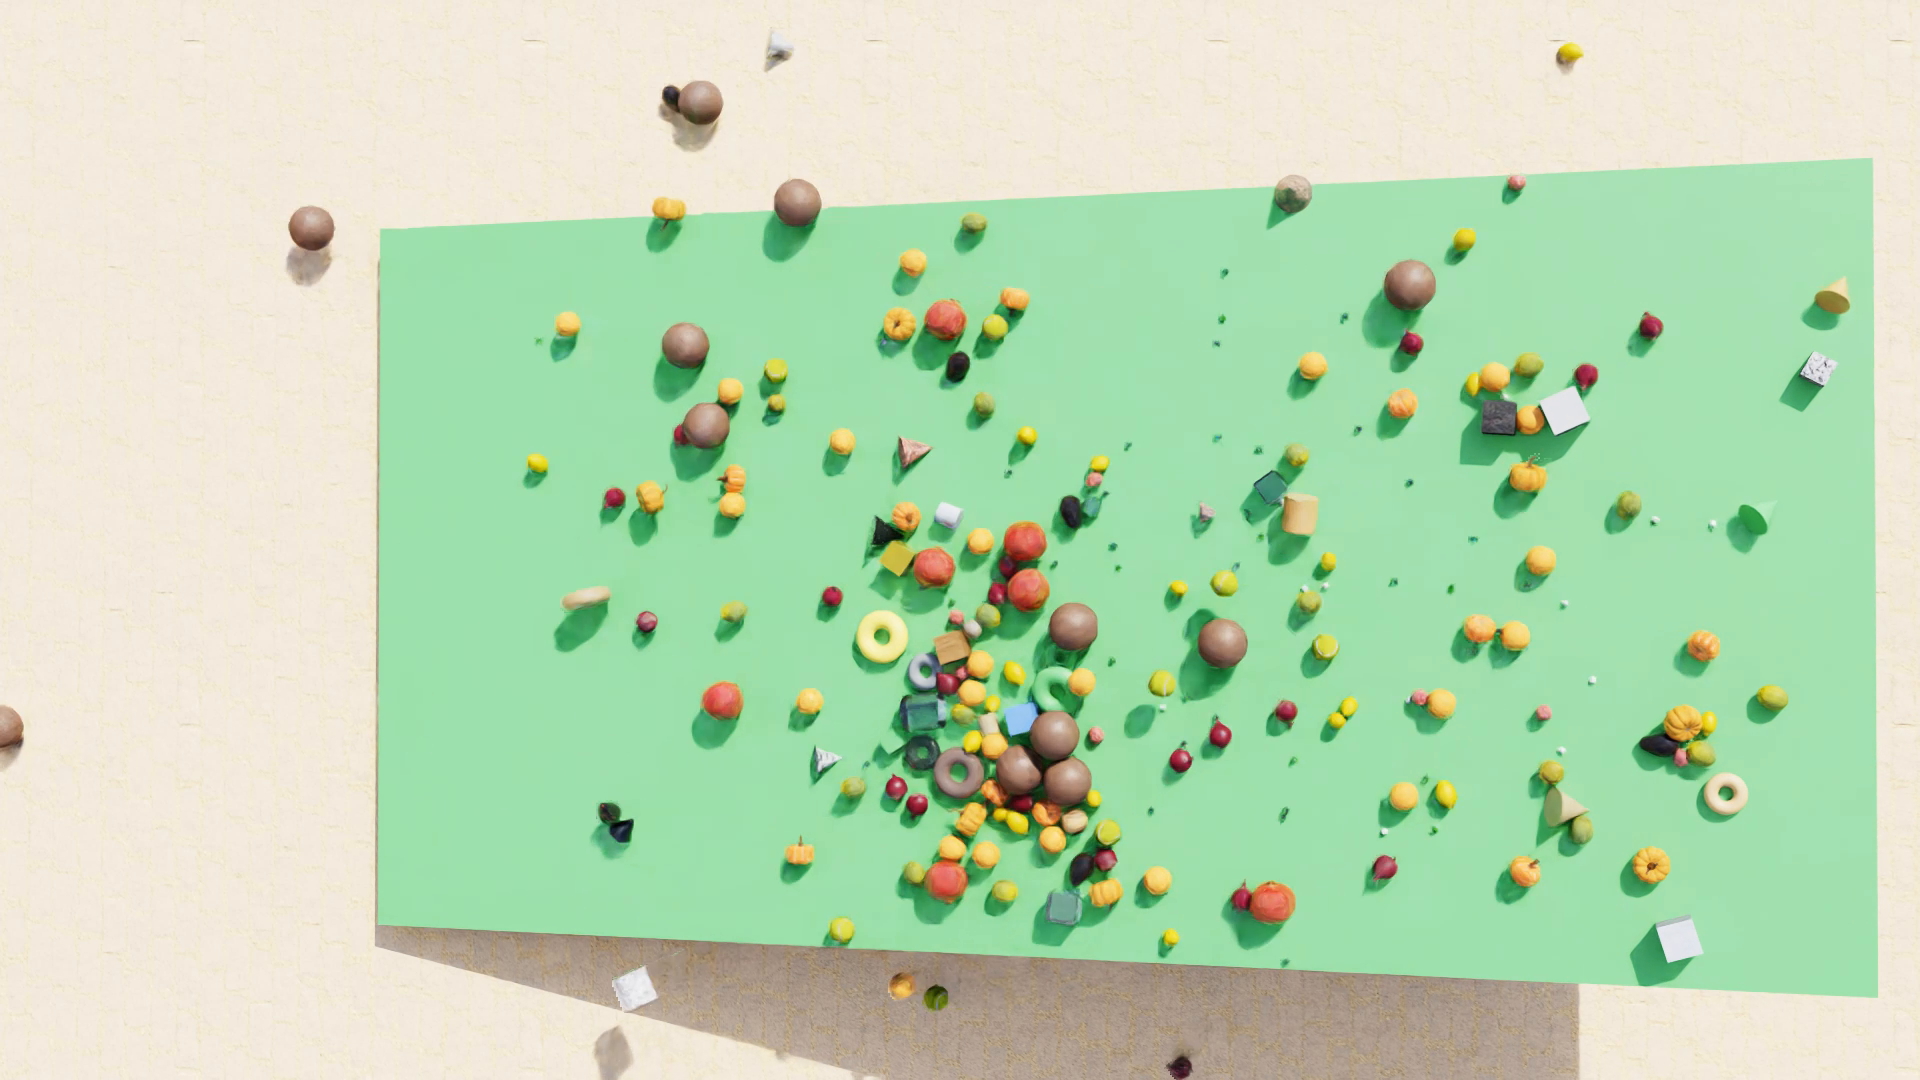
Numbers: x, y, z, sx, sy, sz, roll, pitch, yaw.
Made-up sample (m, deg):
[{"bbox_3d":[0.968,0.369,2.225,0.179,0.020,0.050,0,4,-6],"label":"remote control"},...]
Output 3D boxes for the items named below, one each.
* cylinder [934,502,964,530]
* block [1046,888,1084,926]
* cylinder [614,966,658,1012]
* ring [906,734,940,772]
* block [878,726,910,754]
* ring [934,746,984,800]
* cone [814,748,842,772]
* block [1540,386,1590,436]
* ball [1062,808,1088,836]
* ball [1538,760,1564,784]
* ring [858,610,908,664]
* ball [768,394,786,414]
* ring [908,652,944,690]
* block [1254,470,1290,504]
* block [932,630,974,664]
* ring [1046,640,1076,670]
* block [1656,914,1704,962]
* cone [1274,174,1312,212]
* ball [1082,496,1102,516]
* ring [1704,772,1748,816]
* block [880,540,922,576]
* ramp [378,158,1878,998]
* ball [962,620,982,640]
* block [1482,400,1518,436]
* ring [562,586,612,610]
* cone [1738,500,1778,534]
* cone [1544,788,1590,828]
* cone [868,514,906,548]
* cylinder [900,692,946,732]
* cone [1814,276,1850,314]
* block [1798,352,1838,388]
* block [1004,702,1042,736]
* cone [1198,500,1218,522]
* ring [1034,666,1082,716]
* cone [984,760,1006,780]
[{"bbox_3d":[-0.029,-0.064,5.830,0.059,0.059,0.059,16,89,24],"label":"cylinder"},{"bbox_3d":[0.272,0.954,5.721,0.076,0.076,0.076,7,91,16],"label":"block"},{"bbox_3d":[-0.901,1.246,6.102,0.094,0.094,0.094,-24,83,0],"label":"cylinder"},{"bbox_3d":[-0.099,0.566,5.854,0.098,0.033,0.098,-1,86,19],"label":"ring"},{"bbox_3d":[-0.176,0.535,5.865,0.053,0.053,0.053,-36,80,12],"label":"block"},{"bbox_3d":[-0.003,0.617,5.819,0.141,0.047,0.141,0,90,15],"label":"ring"},{"bbox_3d":[-0.351,0.590,5.925,0.072,0.072,0.072,-4,89,-11],"label":"cone"},{"bbox_3d":[1.482,-0.315,5.388,0.092,0.092,0.092,-25,83,14],"label":"block"},{"bbox_3d":[0.298,0.732,5.719,0.070,0.070,0.070,0,89,0],"label":"ball"},{"bbox_3d":[1.453,0.571,5.400,0.060,0.060,0.060,0,89,0],"label":"ball"},{"bbox_3d":[-0.208,0.259,5.882,0.143,0.048,0.143,0,91,16],"label":"ring"},{"bbox_3d":[-0.497,-0.370,5.970,0.054,0.054,0.054,0,89,0],"label":"ball"},{"bbox_3d":[-0.092,0.350,5.855,0.100,0.033,0.100,0,88,16],"label":"ring"},{"bbox_3d":[0.793,-0.134,5.596,0.064,0.064,0.064,-36,80,12],"label":"block"},{"bbox_3d":[-0.019,0.283,5.814,0.074,0.074,0.074,-19,84,15],"label":"block"},{"bbox_3d":[0.264,0.307,5.756,0.087,0.029,0.087,1,92,21],"label":"ring"},{"bbox_3d":[1.734,0.960,5.302,0.085,0.085,0.085,-18,84,15],"label":"block"},{"bbox_3d":[0.839,-0.886,5.575,0.099,0.099,0.099,0,89,16],"label":"cone"},{"bbox_3d":[0.344,-0.089,5.728,0.052,0.052,0.052,0,89,0],"label":"ball"},{"bbox_3d":[1.847,0.612,5.302,0.103,0.034,0.103,0,89,15],"label":"ring"},{"bbox_3d":[-0.159,0.049,5.858,0.071,0.071,0.071,35,98,14],"label":"block"},{"bbox_3d":[0.268,0.096,5.826,4.000,0.100,2.000,0,89,16],"label":"ramp"},{"bbox_3d":[0.034,0.236,5.810,0.053,0.053,0.053,0,89,0],"label":"ball"},{"bbox_3d":[1.334,-0.302,5.437,0.079,0.079,0.079,5,90,16],"label":"block"},{"bbox_3d":[-1.027,0.161,6.057,0.139,0.139,0.046,-14,86,0],"label":"ring"},{"bbox_3d":[1.936,-0.073,5.283,0.088,0.088,0.088,-35,89,-14],"label":"cone"},{"bbox_3d":[1.501,0.660,5.393,0.099,0.099,0.099,7,89,-11],"label":"cone"},{"bbox_3d":[-0.190,-0.015,5.884,0.091,0.091,0.091,10,89,-11],"label":"cone"},{"bbox_3d":[-0.096,0.455,5.821,0.098,0.098,0.098,-7,89,16],"label":"cylinder"},{"bbox_3d":[2.098,-0.599,5.246,0.084,0.084,0.084,33,71,0],"label":"cone"},{"bbox_3d":[2.047,-0.407,5.245,0.062,0.062,0.062,30,97,14],"label":"block"},{"bbox_3d":[0.165,0.467,5.761,0.071,0.071,0.071,-16,85,15],"label":"block"},{"bbox_3d":[0.625,-0.081,5.641,0.052,0.052,0.052,-32,101,0],"label":"cone"},{"bbox_3d":[0.254,0.396,5.741,0.136,0.045,0.136,5,102,22],"label":"ring"},{"bbox_3d":[0.097,0.612,5.802,0.055,0.055,0.055,12,89,-11],"label":"cone"}]
